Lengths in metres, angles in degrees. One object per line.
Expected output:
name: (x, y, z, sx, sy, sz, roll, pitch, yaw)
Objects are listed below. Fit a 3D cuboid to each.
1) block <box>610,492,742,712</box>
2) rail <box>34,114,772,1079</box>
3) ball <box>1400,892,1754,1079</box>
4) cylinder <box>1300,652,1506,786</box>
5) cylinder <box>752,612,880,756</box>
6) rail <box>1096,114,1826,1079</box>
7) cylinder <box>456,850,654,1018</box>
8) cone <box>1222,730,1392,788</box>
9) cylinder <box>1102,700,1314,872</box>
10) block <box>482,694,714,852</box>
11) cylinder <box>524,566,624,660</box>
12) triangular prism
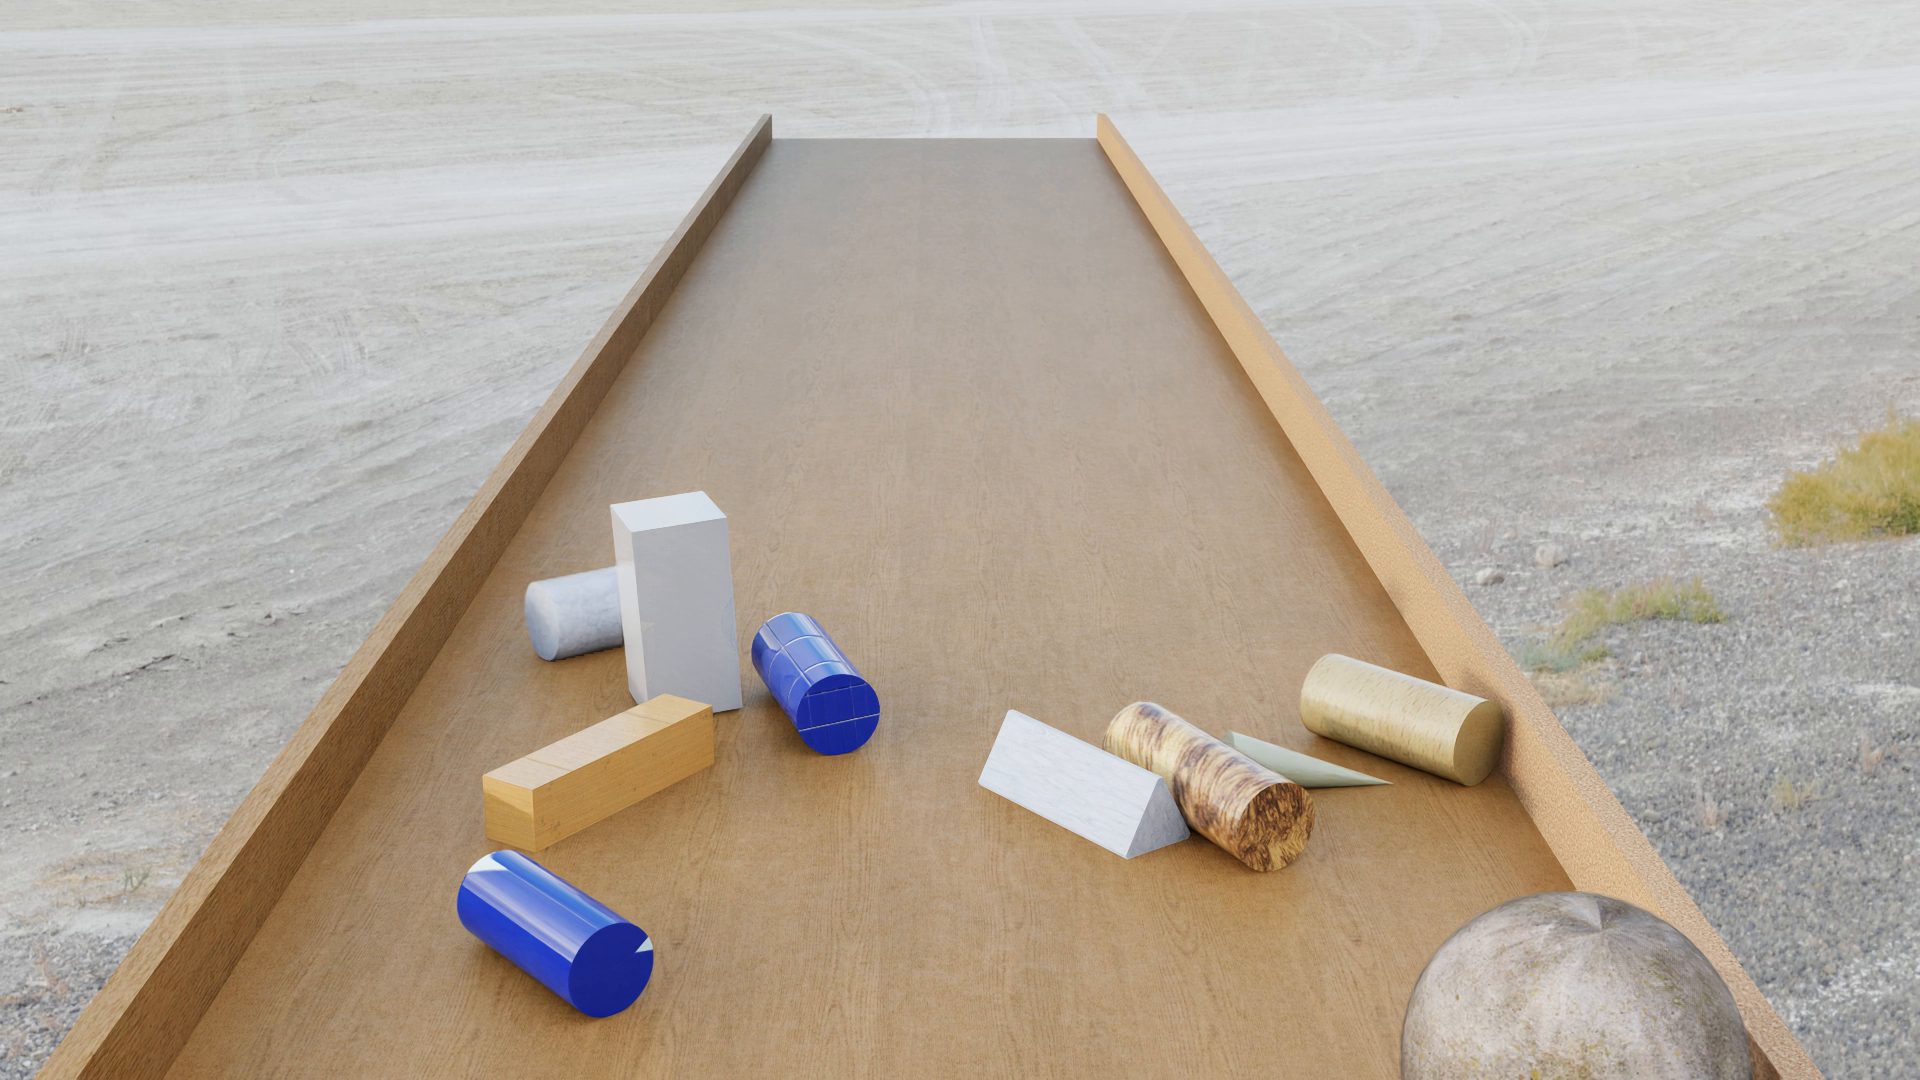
block: (-0.531, 0.124, 4.122, 0.178, 0.377, 0.178, -9, 20, -19)
rail: (-1.118, -0.838, 7.780, 0.050, 0.150, 12.000, 0, 17, -1)
ball: (0.703, 0.601, 2.523, 0.390, 0.390, 0.390, 0, 17, 0)
cylinder: (0.781, 0.315, 3.902, 0.153, 0.153, 0.332, -15, 22, -40)
cylinder: (-0.272, 0.261, 4.079, 0.154, 0.154, 0.365, -5, 17, -17)
rail: (0.932, -0.844, 7.801, 0.050, 0.150, 12.000, 0, 17, -1)
cylinder: (-0.578, 0.555, 3.122, 0.136, 0.136, 0.312, -14, 21, -38)
cone: (0.604, 0.400, 3.788, 0.303, 0.106, 0.106, 8, 16, -7)
cylinder: (0.402, 0.399, 3.623, 0.150, 0.150, 0.405, -8, 19, -26)
block: (-0.604, 0.388, 3.729, 0.109, 0.109, 0.450, 11, 20, 32)
cylinder: (-0.694, 0.133, 4.497, 0.350, 0.161, 0.161, -11, 20, -34)
triangular prism: (0.204, 0.394, 3.678, 0.139, 0.121, 0.382, -12, 21, -36)
